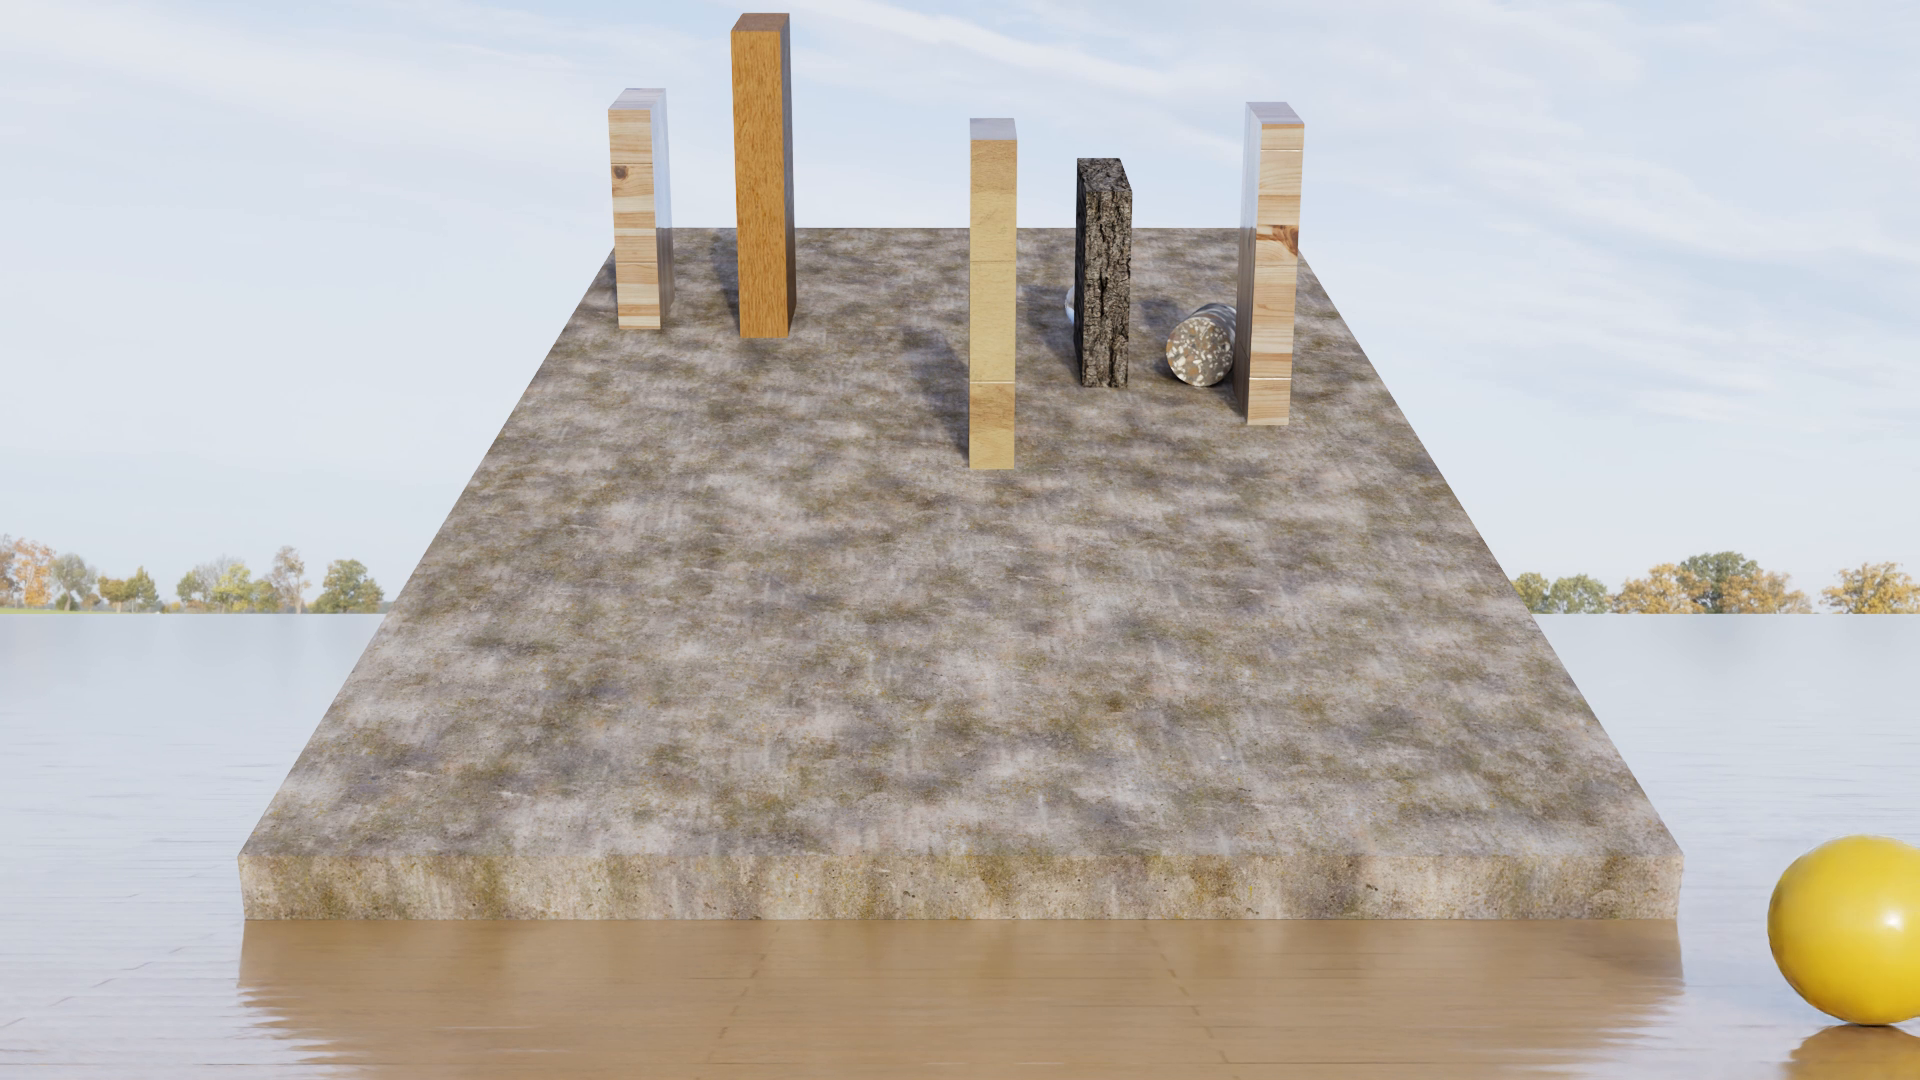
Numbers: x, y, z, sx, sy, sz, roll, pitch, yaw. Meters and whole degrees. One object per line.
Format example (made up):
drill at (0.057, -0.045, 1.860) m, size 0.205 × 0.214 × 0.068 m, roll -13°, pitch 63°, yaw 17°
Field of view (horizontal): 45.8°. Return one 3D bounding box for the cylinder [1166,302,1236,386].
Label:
cylinder at (0.586, -0.461, 5.337) m, size 0.162 × 0.162 × 0.162 m, roll -1°, pitch 18°, yaw 24°

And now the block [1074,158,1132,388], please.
block at (0.336, -0.641, 5.395) m, size 0.104 × 0.459 × 0.409 m, roll 0°, pitch 20°, yaw 0°

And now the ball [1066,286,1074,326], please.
ball at (0.338, -0.590, 5.709) m, size 0.147 × 0.147 × 0.147 m, roll 0°, pitch -2°, yaw 0°

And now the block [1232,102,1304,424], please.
block at (0.680, -0.614, 5.027) m, size 0.091 × 0.664 × 0.280 m, roll 0°, pitch 20°, yaw 0°

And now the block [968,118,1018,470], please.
block at (0.066, -0.512, 4.719) m, size 0.093 × 0.685 × 0.252 m, roll 0°, pitch 20°, yaw 0°

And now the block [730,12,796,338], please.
block at (-0.491, -0.921, 5.720) m, size 0.119 × 0.756 × 0.343 m, roll 0°, pitch 20°, yaw 0°

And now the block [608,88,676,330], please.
block at (-0.814, -0.854, 5.828) m, size 0.105 × 0.556 × 0.331 m, roll 0°, pitch 20°, yaw 0°

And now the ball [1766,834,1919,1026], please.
ball at (0.951, 0.407, 2.379) m, size 0.199 × 0.199 × 0.199 m, roll 0°, pitch -2°, yaw 0°

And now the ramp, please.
ramp at (-0.005, -0.209, 5.031) m, size 2.000 × 0.100 × 4.000 m, roll 0°, pitch 20°, yaw 0°
